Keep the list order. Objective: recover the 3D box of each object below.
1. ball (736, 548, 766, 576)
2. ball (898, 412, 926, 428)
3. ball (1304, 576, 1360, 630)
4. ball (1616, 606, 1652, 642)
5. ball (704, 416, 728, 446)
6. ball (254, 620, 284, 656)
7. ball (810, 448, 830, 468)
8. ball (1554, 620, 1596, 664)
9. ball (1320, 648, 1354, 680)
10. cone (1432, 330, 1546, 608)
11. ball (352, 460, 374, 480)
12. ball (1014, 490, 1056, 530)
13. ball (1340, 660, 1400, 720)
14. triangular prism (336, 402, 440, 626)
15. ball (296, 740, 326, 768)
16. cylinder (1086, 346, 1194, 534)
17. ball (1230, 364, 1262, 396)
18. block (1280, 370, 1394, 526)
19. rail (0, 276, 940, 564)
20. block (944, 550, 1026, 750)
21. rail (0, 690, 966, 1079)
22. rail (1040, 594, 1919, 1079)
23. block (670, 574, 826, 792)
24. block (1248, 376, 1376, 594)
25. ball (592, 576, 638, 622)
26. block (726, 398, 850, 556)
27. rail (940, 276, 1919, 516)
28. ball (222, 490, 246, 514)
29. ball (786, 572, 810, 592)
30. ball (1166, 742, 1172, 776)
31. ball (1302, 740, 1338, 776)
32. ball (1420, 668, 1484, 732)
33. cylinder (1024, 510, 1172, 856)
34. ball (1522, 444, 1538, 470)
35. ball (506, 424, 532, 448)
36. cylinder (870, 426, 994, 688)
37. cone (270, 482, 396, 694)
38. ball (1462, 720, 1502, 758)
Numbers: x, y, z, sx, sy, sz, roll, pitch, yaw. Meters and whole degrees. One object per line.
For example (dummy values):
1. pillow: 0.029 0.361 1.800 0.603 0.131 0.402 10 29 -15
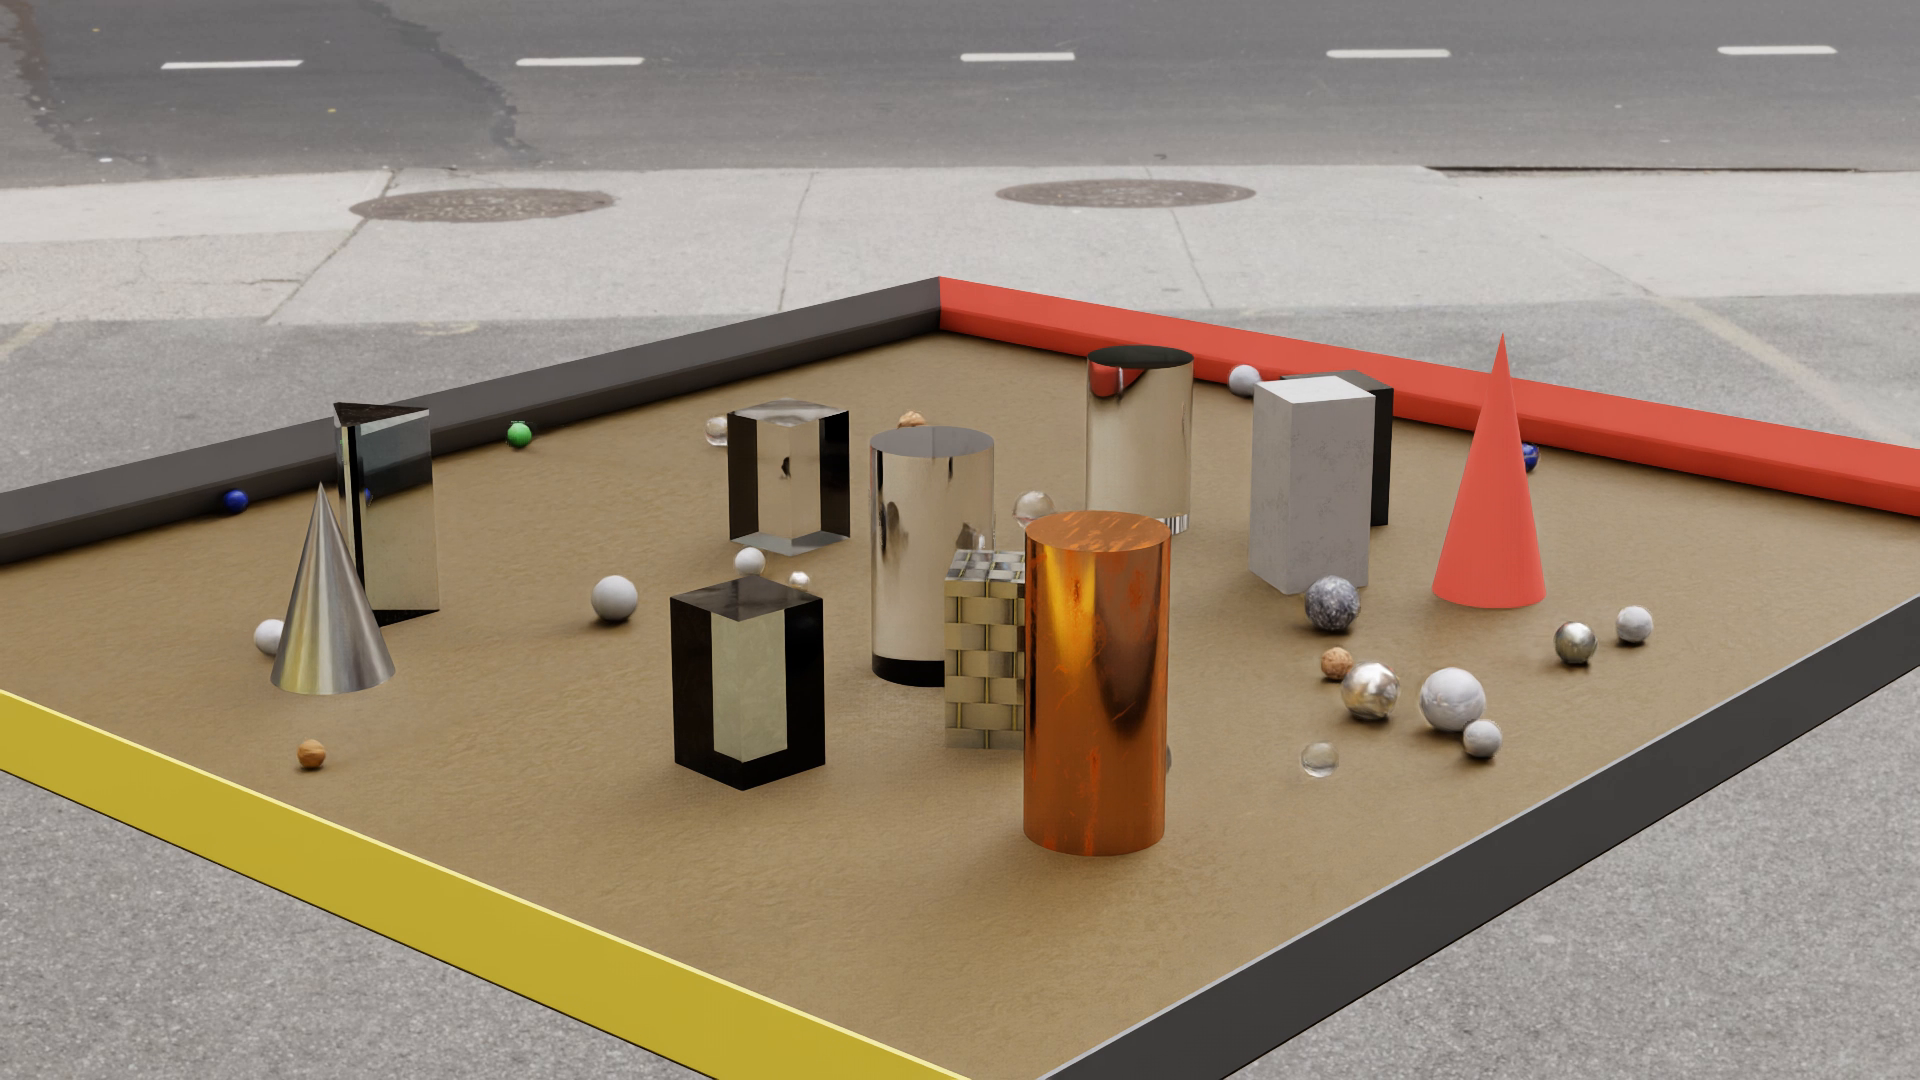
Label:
1. ball: -0.374 0.040 5.230 0.053 0.053 0.053 0 17 0
2. ball: -0.101 -0.239 6.146 0.058 0.058 0.058 0 17 0
3. ball: 0.627 0.107 4.940 0.092 0.092 0.092 0 17 0
4. ball: 1.122 0.141 4.880 0.061 0.061 0.061 0 17 0
5. ball: -0.500 -0.226 6.096 0.062 0.062 0.062 0 17 0
6. ball: -1.130 0.160 4.817 0.060 0.060 0.060 0 17 0
7. ball: -0.284 -0.165 5.930 0.041 0.041 0.041 0 17 0
8. ball: 1.003 0.167 4.780 0.070 0.070 0.070 0 17 0
9. ball: 0.605 0.199 4.705 0.052 0.052 0.052 0 17 0
10. cone: 0.930 -0.134 5.090 0.198 0.467 0.198 0 17 0
11. ball: -1.189 -0.139 5.844 0.042 0.042 0.042 0 17 0
12. ball: 0.140 -0.054 5.497 0.078 0.078 0.078 0 17 0
13. ball: 0.634 0.232 4.526 0.092 0.092 0.092 0 17 0
14. triangular prism: -1.009 -0.048 4.992 0.149 0.358 0.172 16 23 42
15. ball: -0.958 0.316 4.331 0.042 0.042 0.042 0 17 0
16. cylinder: 0.337 -0.187 5.514 0.198 0.323 0.198 0 17 0
17. ball: 0.632 -0.353 6.503 0.071 0.071 0.071 0 17 0
18. block: 0.709 -0.170 5.557 0.159 0.266 0.159 -6 18 -19
19. rail: -1.062 -0.234 6.003 0.045 0.129 3.139 14 22 39
20. block: 0.065 0.166 4.446 0.159 0.264 0.159 2 17 6
21. rail: -1.014 0.369 4.002 2.860 0.129 0.045 14 22 39
22. rail: 1.062 0.298 4.237 0.045 0.129 3.139 14 22 39
23. block: -0.312 0.208 4.315 0.159 0.259 0.159 -15 22 -41
24. block: 0.620 -0.098 5.181 0.159 0.346 0.159 -6 18 -18
25. ball: -0.587 0.100 4.986 0.078 0.078 0.078 0 17 0
26. block: -0.316 -0.119 5.424 0.159 0.244 0.159 14 22 38
27. rail: 1.014 -0.304 6.237 2.860 0.129 0.045 14 22 39
28. ball: -1.390 -0.074 5.621 0.045 0.045 0.045 0 17 0
29. ball: -0.284 0.075 5.135 0.041 0.041 0.041 0 17 0
30. ball: 0.264 0.317 4.253 0.086 0.086 0.086 0 17 0
31. ball: 0.527 0.321 4.298 0.053 0.053 0.053 0 17 0
32. ball: 0.750 0.244 4.472 0.099 0.099 0.099 0 17 0
33. cylinder: 0.188 0.196 4.047 0.198 0.436 0.198 0 17 0
34. ball: 1.139 -0.166 5.912 0.054 0.054 0.054 0 17 0
35. ball: -0.916 -0.218 6.089 0.050 0.050 0.050 0 17 0
36. cylinder: -0.045 0.025 4.714 0.198 0.379 0.198 0 17 0
37. cone: -1.013 0.061 4.689 0.198 0.325 0.198 0 17 0
38. ball: 0.778 0.297 4.370 0.056 0.056 0.056 0 17 0
